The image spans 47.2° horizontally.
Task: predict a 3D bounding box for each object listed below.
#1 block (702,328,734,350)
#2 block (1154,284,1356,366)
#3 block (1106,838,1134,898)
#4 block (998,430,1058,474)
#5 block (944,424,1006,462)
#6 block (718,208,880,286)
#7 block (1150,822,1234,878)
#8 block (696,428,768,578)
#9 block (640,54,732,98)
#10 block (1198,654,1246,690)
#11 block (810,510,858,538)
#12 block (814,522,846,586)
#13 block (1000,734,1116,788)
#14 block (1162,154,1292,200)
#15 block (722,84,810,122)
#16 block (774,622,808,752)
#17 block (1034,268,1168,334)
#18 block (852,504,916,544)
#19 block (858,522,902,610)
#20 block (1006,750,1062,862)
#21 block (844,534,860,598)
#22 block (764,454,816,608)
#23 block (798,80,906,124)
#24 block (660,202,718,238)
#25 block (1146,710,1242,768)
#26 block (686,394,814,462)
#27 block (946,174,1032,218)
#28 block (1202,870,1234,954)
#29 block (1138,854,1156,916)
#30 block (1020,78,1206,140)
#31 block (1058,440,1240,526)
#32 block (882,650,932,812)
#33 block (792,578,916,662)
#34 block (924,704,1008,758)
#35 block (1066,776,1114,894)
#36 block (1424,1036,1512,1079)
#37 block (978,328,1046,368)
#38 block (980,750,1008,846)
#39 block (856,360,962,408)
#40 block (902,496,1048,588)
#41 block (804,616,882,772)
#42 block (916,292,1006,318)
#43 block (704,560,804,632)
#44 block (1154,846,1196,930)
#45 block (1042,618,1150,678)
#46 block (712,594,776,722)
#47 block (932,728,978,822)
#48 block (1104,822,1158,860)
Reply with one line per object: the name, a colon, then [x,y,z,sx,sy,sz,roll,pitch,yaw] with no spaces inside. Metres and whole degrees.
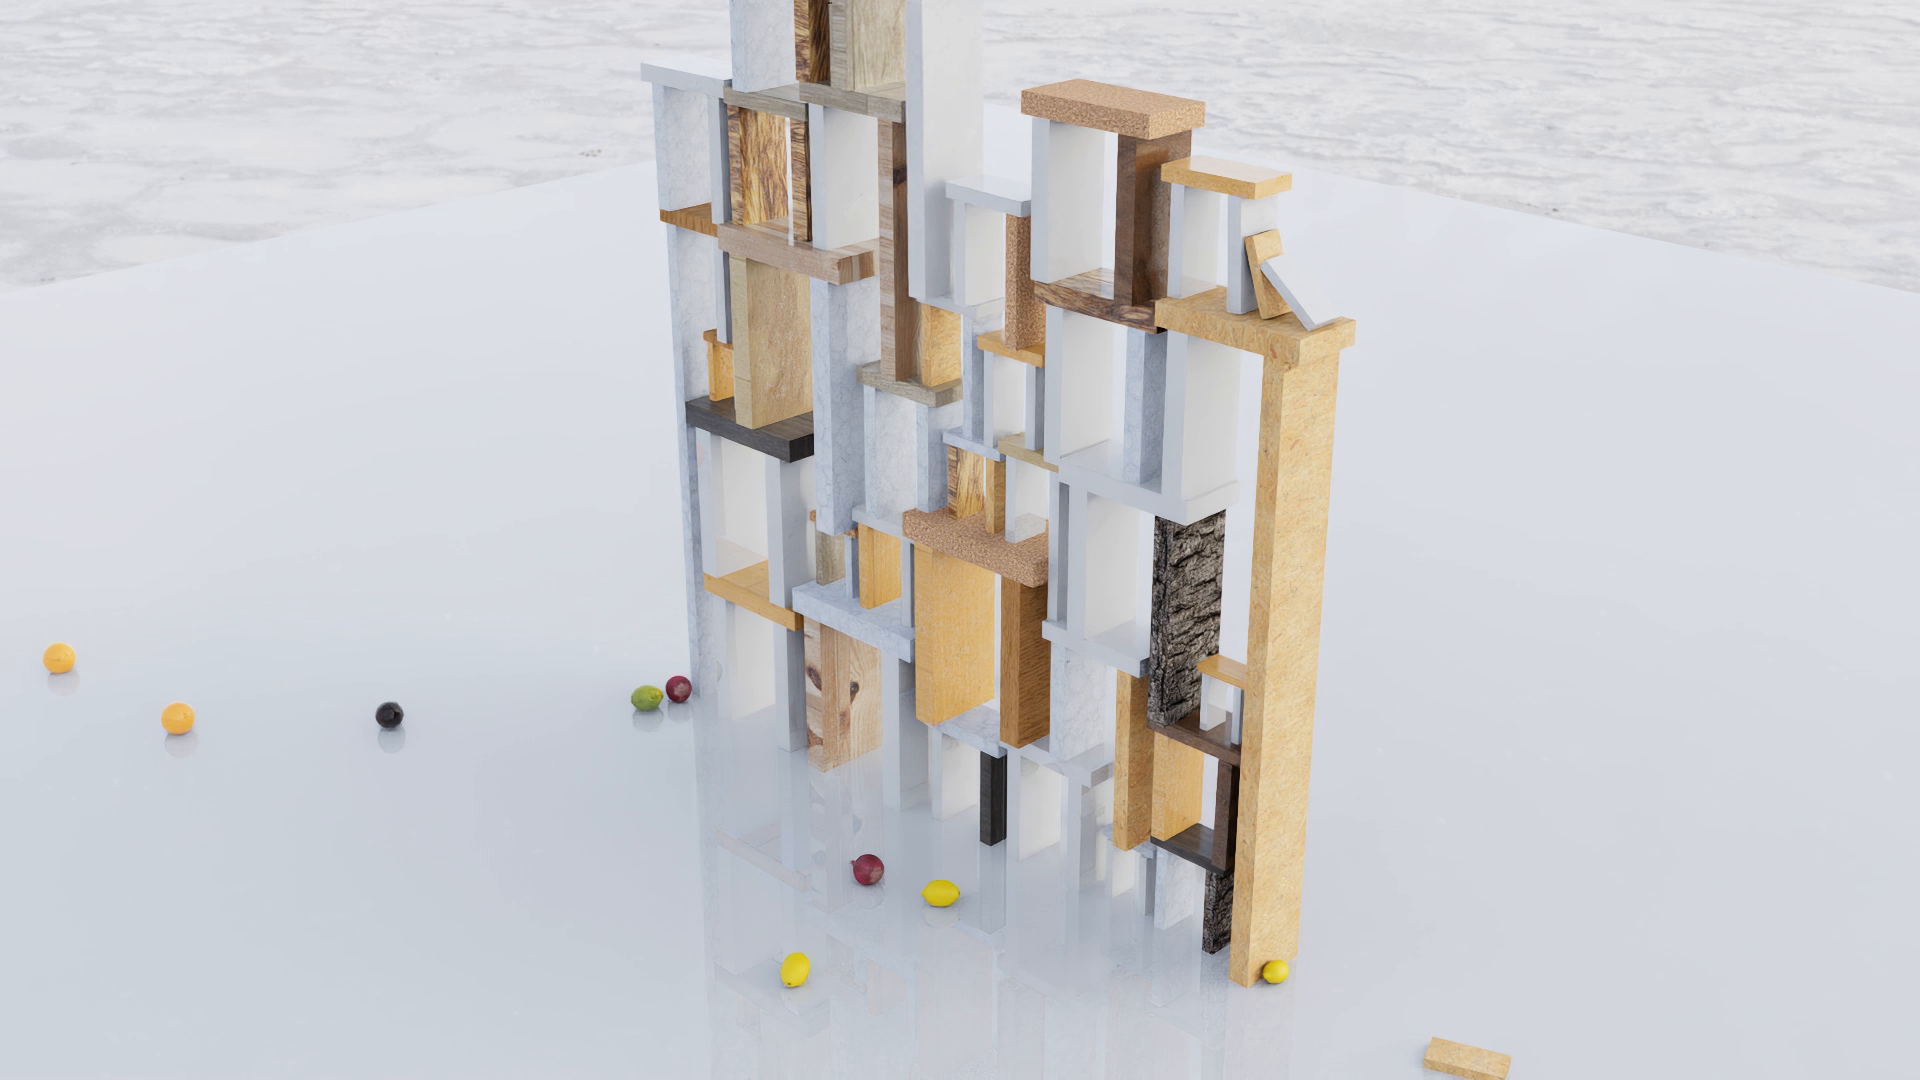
block: [-0.467,-0.415,4.553,0.064,0.018,0.128,-21,30,-40]
block: [0.475,-0.351,3.553,0.293,0.042,0.147,21,31,41]
block: [0.303,0.612,4.161,0.062,0.123,0.017,-21,31,-40]
block: [0.159,-0.159,3.977,0.085,0.024,0.169,-21,31,-40]
block: [0.047,-0.183,4.093,0.074,0.021,0.148,-21,31,-41]
block: [-0.290,-0.576,4.298,0.180,0.051,0.359,-21,31,-40]
block: [0.438,0.554,3.989,0.085,0.024,0.170,-21,31,-41]
block: [-0.478,-0.101,4.707,0.166,0.332,0.047,-21,31,-41]
block: [-0.506,-0.926,4.386,0.257,0.036,0.128,21,30,40]
block: [0.470,0.228,3.806,0.054,0.015,0.108,-21,30,-40]
block: [-0.234,-0.040,4.462,0.137,0.019,0.068,21,31,40]
block: [-0.265,0.020,4.522,0.019,0.137,0.068,21,31,41]
block: [0.200,0.395,4.180,0.118,0.034,0.237,-21,31,-41]
block: [0.426,-0.582,3.521,0.190,0.027,0.095,21,31,41]
block: [-0.333,-0.848,4.224,0.237,0.034,0.118,21,31,40]
block: [-0.325,0.291,4.695,0.042,0.296,0.148,21,31,41]
block: [0.275,-0.413,3.754,0.274,0.039,0.137,21,31,40]
block: [-0.117,-0.039,4.334,0.183,0.026,0.091,21,31,40]
block: [-0.160,0.040,4.415,0.026,0.183,0.091,21,31,41]
block: [0.145,0.498,4.284,0.118,0.237,0.034,-21,31,-41]
block: [-0.201,0.045,4.462,0.019,0.137,0.068,21,31,40]
block: [-0.321,-0.040,4.563,0.166,0.332,0.047,-21,31,-41]
block: [-0.154,-0.819,4.049,0.275,0.039,0.138,21,31,41]
block: [-0.502,-0.658,4.497,0.110,0.031,0.220,-21,31,-41]
block: [0.446,0.336,3.888,0.213,0.030,0.107,21,31,40]
block: [-0.400,-0.245,4.561,0.332,0.047,0.166,21,31,41]
block: [0.076,-0.608,3.872,0.097,0.027,0.194,-20,30,-38]
block: [0.479,0.659,3.990,0.085,0.170,0.024,-21,31,-40]
block: [0.360,0.634,4.107,0.062,0.123,0.017,-22,31,-40]
block: [0.252,-0.716,3.646,0.282,0.040,0.141,21,31,41]
block: [0.327,-0.103,3.823,0.289,0.041,0.144,21,31,40]
block: [-0.077,0.361,4.464,0.049,0.348,0.174,21,31,41]
block: [-0.159,0.146,4.462,0.348,0.049,0.174,21,31,41]
block: [0.037,0.366,4.337,0.102,0.029,0.204,-21,31,-41]
block: [0.256,0.542,4.181,0.118,0.237,0.034,-21,31,-41]
block: [0.849,0.873,3.680,0.132,0.019,0.066,10,25,22]
block: [0.117,-0.347,3.951,0.080,0.023,0.160,-21,31,-40]
block: [0.086,0.493,4.338,0.029,0.204,0.102,21,31,41]
block: [-0.084,-0.304,4.188,0.217,0.031,0.108,21,31,41]
block: [0.072,-0.006,4.144,0.343,0.049,0.171,21,31,41]
block: [-0.241,0.297,4.615,0.049,0.348,0.174,21,31,41]
block: [0.003,-0.442,4.039,0.079,0.022,0.158,-21,31,-40]
block: [-0.395,0.109,4.693,0.148,0.042,0.296,-21,31,-41]
block: [0.398,0.628,4.063,0.085,0.170,0.024,-21,31,-41]
block: [0.276,0.180,3.992,0.119,0.034,0.238,-21,30,-40]
block: [-0.465,0.237,4.823,0.042,0.296,0.148,21,31,41]
block: [-0.010,0.455,4.427,0.029,0.204,0.102,21,31,41]
block: [0.335,0.555,4.113,0.062,0.017,0.123,-22,31,-40]
